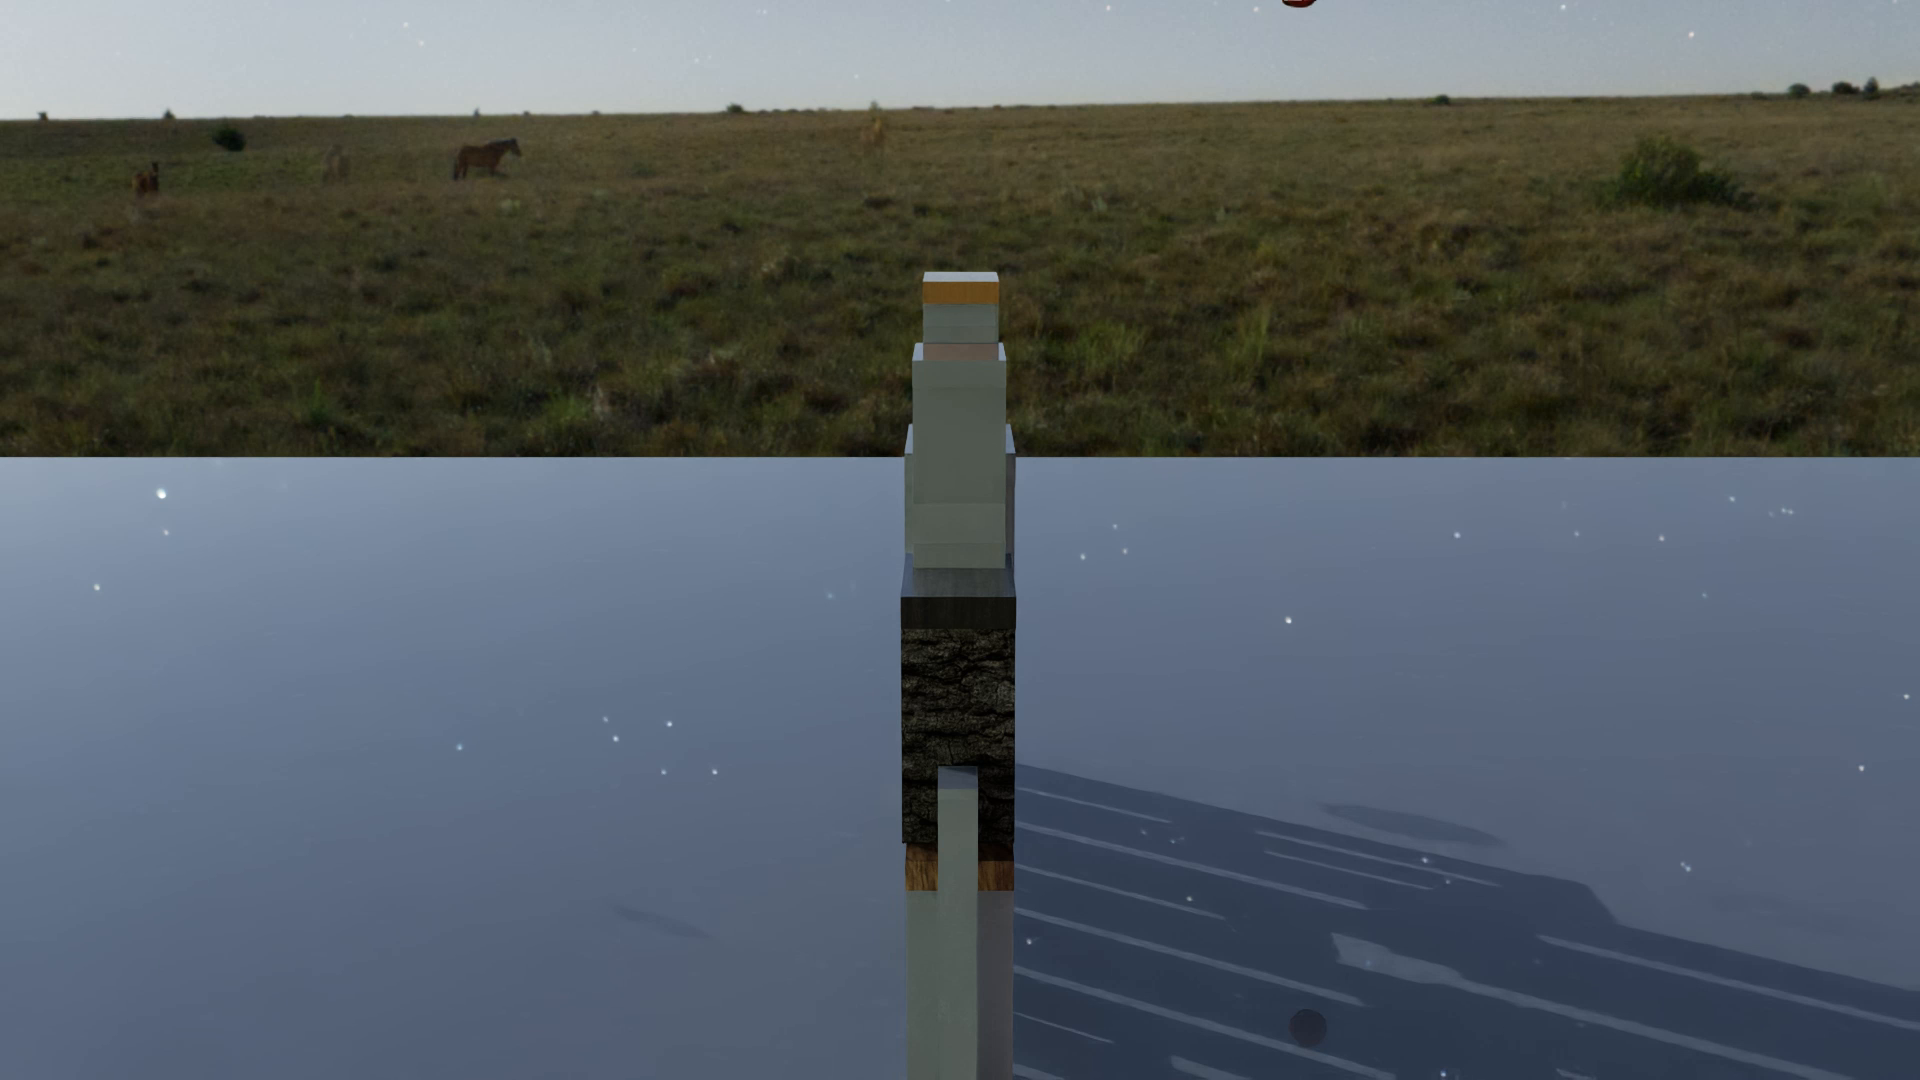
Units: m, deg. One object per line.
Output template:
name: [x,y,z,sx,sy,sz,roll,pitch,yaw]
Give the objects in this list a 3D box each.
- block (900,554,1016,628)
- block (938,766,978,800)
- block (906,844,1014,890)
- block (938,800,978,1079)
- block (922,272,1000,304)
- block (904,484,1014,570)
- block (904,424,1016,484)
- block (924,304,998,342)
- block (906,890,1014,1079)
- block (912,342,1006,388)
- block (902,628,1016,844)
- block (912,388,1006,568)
block: [-0.002,0.067,2.979,0.149,0.042,0.298,0,11,0]
block: [-0.003,0.311,2.815,0.051,0.014,0.102,0,11,0]
block: [0.000,0.410,2.988,0.141,0.040,0.282,0,11,0]
block: [-0.003,0.532,2.822,0.051,0.423,0.014,0,11,0]
block: [0.001,-0.415,3.609,0.121,0.034,0.242,0,11,0]
block: [0.000,0.095,3.654,0.180,0.399,0.051,0,11,0]
block: [0.000,-0.148,3.730,0.180,0.051,0.359,0,11,0]
block: [0.001,-0.265,3.555,0.121,0.242,0.034,0,11,0]
block: [0.000,0.585,2.925,0.141,0.282,0.040,0,11,0]
block: [-0.001,-0.245,3.063,0.126,0.036,0.252,0,11,0]
block: [-0.002,0.252,2.912,0.149,0.298,0.042,0,11,0]
block: [-0.001,-0.088,3.007,0.126,0.252,0.036,0,11,0]
